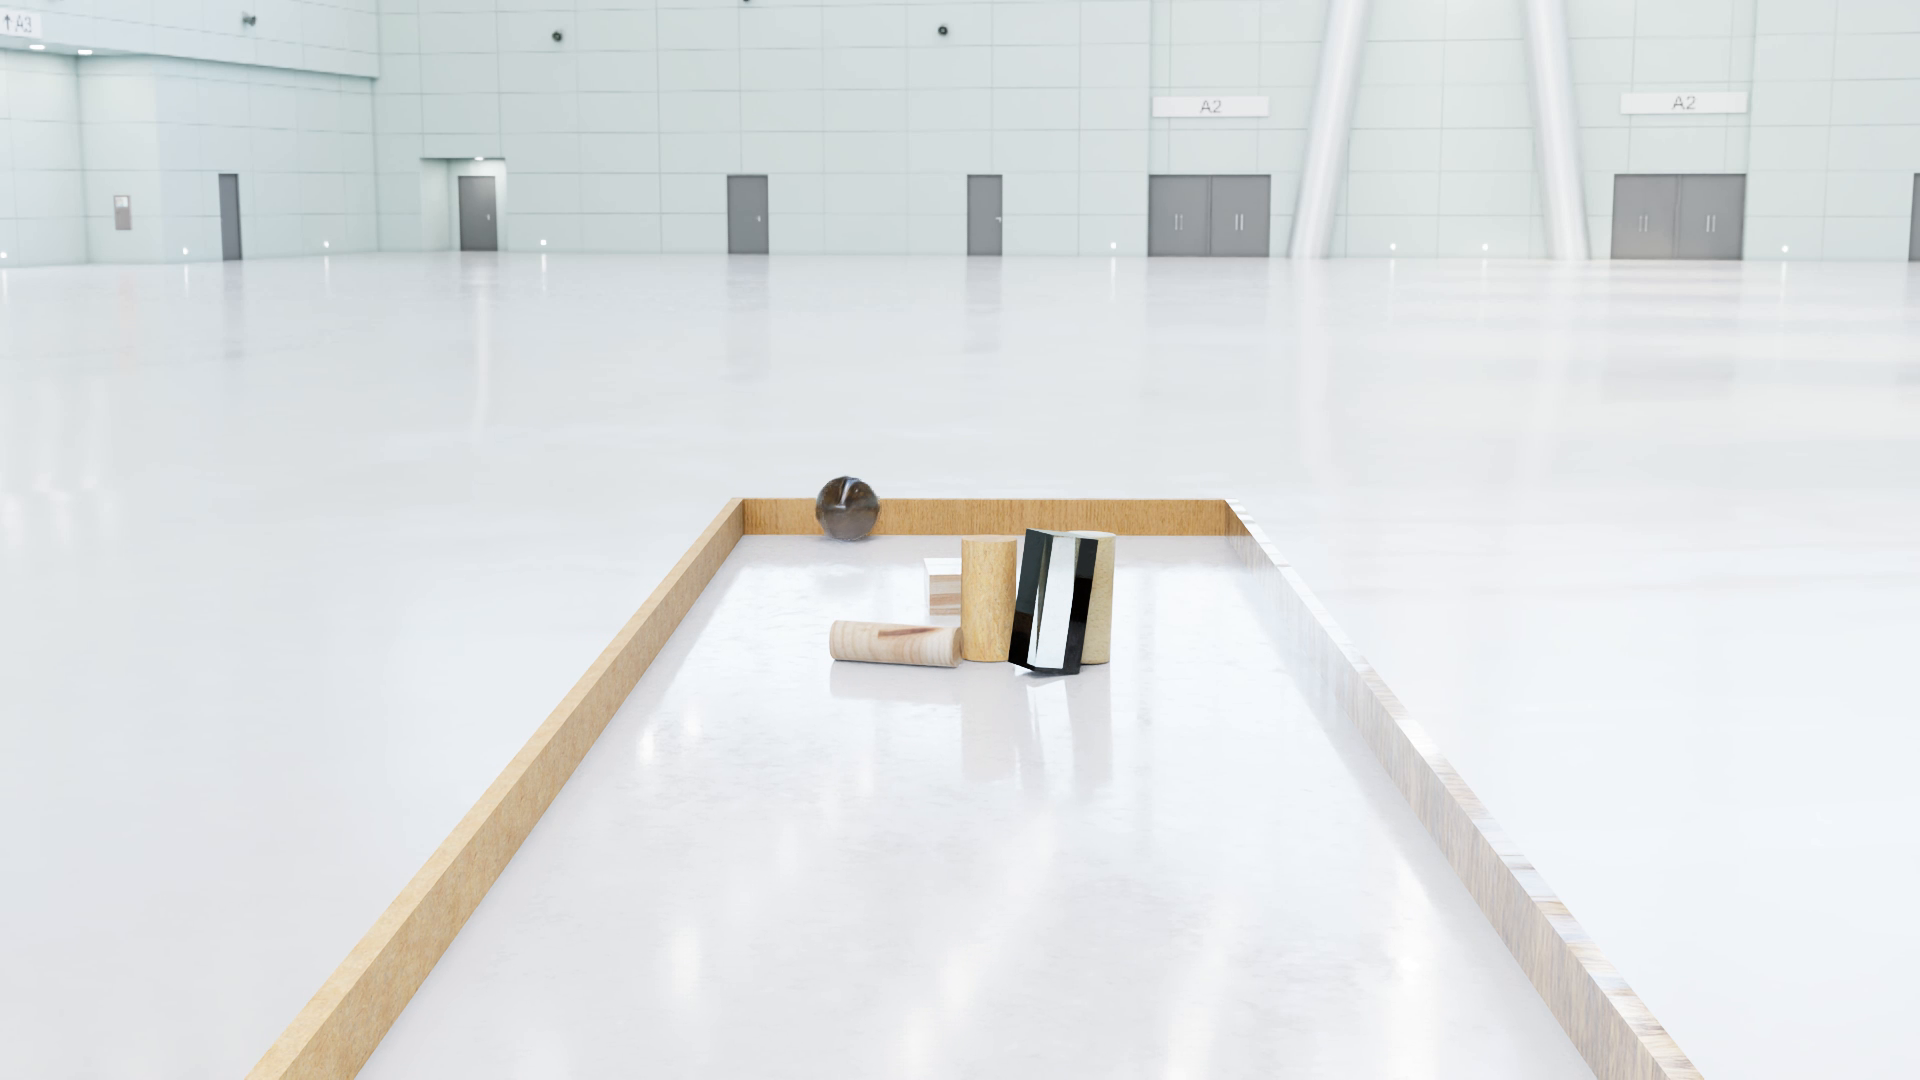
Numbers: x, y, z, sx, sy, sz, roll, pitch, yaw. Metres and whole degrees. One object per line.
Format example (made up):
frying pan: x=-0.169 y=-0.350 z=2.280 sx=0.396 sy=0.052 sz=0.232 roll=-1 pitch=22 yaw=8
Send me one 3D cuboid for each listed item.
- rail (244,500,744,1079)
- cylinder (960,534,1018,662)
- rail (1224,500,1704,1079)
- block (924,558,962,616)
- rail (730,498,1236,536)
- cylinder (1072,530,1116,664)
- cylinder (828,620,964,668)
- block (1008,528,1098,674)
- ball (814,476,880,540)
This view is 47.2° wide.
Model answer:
rail: x=-1.004 y=0.839 z=3.234 sx=0.050 sy=0.150 sz=12.000 roll=0 pitch=9 yaw=1
cylinder: x=0.087 y=0.176 z=6.720 sx=0.170 sy=0.365 sz=0.170 roll=1 pitch=8 yaw=0
rail: x=1.046 y=0.843 z=3.208 sx=0.050 sy=0.150 sz=12.000 roll=0 pitch=9 yaw=1
block: x=-0.044 y=0.159 z=7.552 sx=0.142 sy=0.142 sz=0.323 roll=-1 pitch=9 yaw=-4
rail: x=0.099 y=-0.098 z=9.147 sx=2.100 sy=0.150 sz=0.050 roll=0 pitch=9 yaw=1
cylinder: x=0.388 y=0.172 z=6.674 sx=0.155 sy=0.384 sz=0.155 roll=2 pitch=7 yaw=0
cylinder: x=-0.192 y=0.312 z=6.652 sx=0.391 sy=0.122 sz=0.122 roll=3 pitch=9 yaw=17
block: x=0.275 y=0.181 z=6.515 sx=0.156 sy=0.404 sz=0.156 roll=5 pitch=5 yaw=-30
ball: x=-0.462 y=-0.131 z=8.990 sx=0.264 sy=0.264 sz=0.264 roll=0 pitch=9 yaw=0
